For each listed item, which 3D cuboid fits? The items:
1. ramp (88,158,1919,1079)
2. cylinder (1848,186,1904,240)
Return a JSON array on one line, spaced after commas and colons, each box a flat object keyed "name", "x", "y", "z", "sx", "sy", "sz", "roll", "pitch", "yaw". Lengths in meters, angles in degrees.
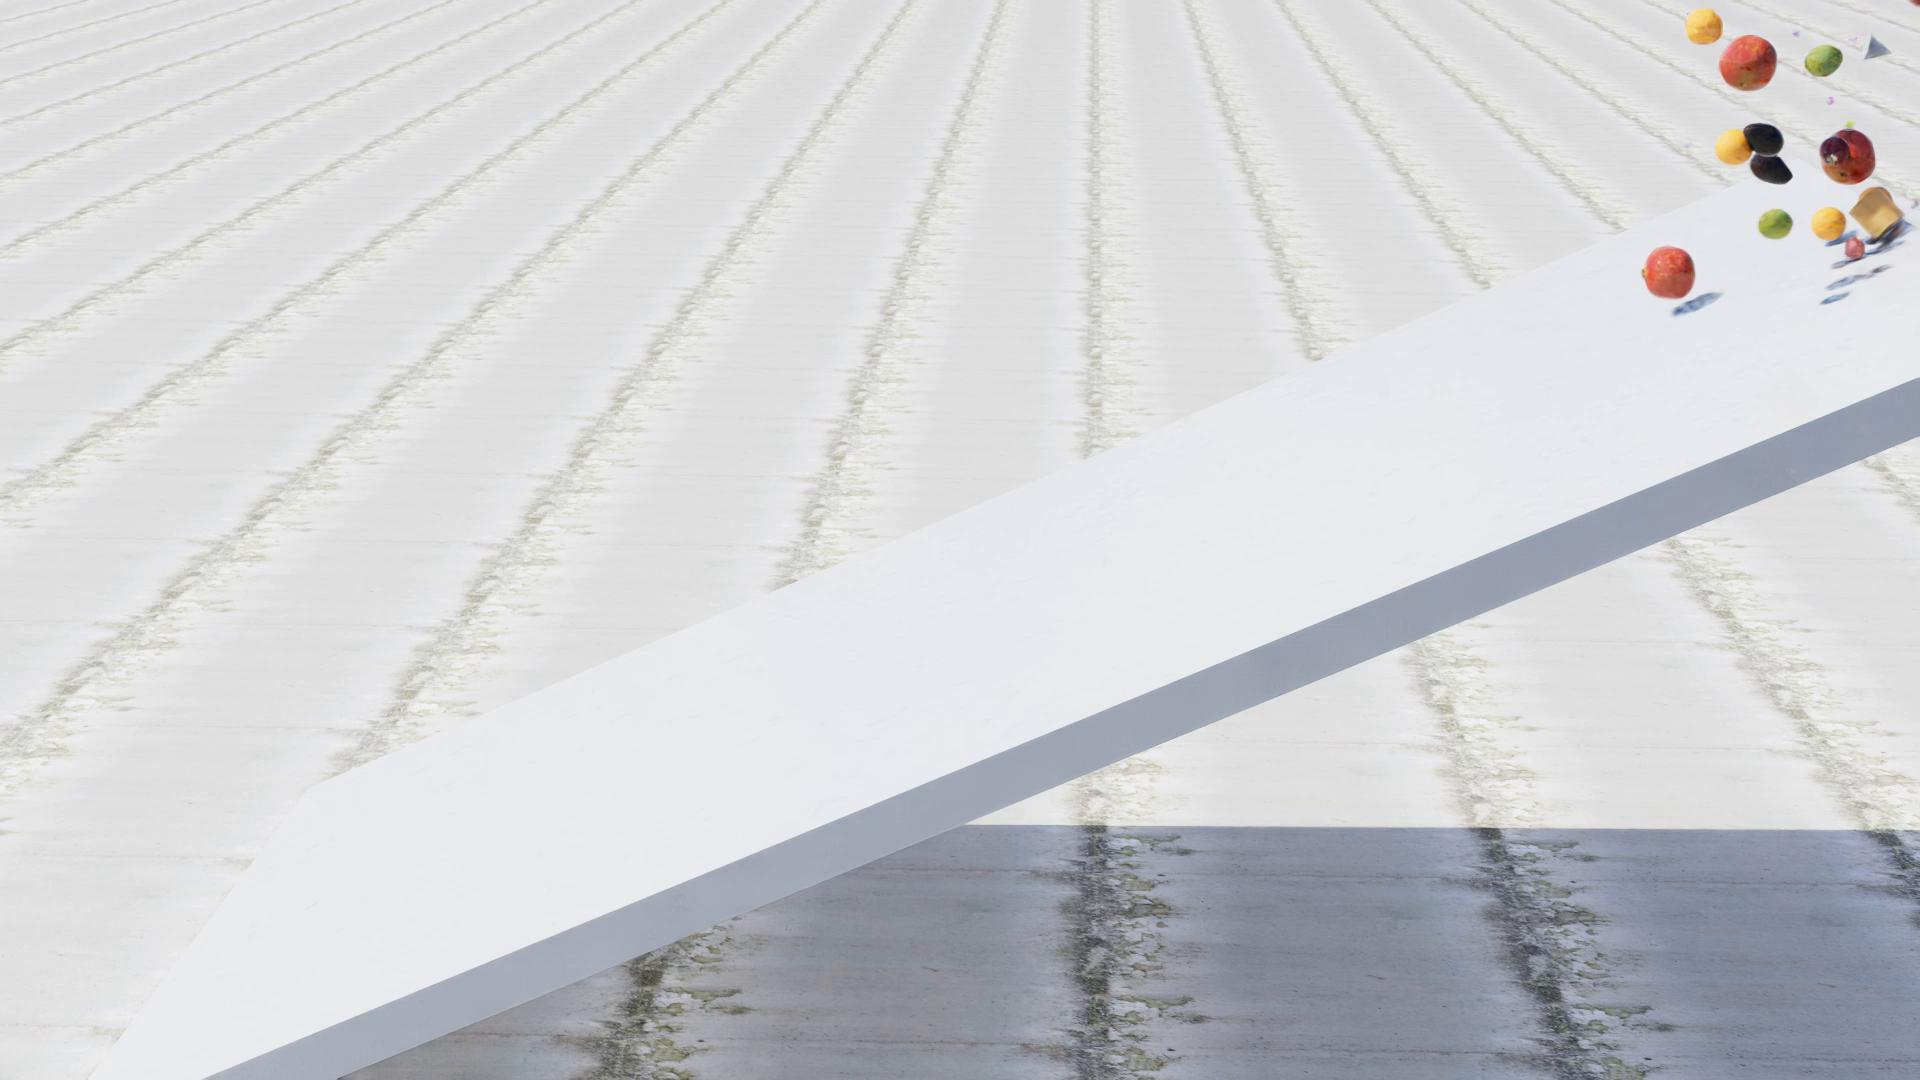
[{"name": "ramp", "x": 0.132, "y": 0.170, "z": 6.284, "sx": 4.000, "sy": 0.100, "sz": 2.000, "roll": -23, "pitch": 13, "yaw": 8}, {"name": "cylinder", "x": 1.857, "y": -0.661, "z": 5.960, "sx": 0.077, "sy": 0.077, "sz": 0.077, "roll": 49, "pitch": 33, "yaw": 13}]
